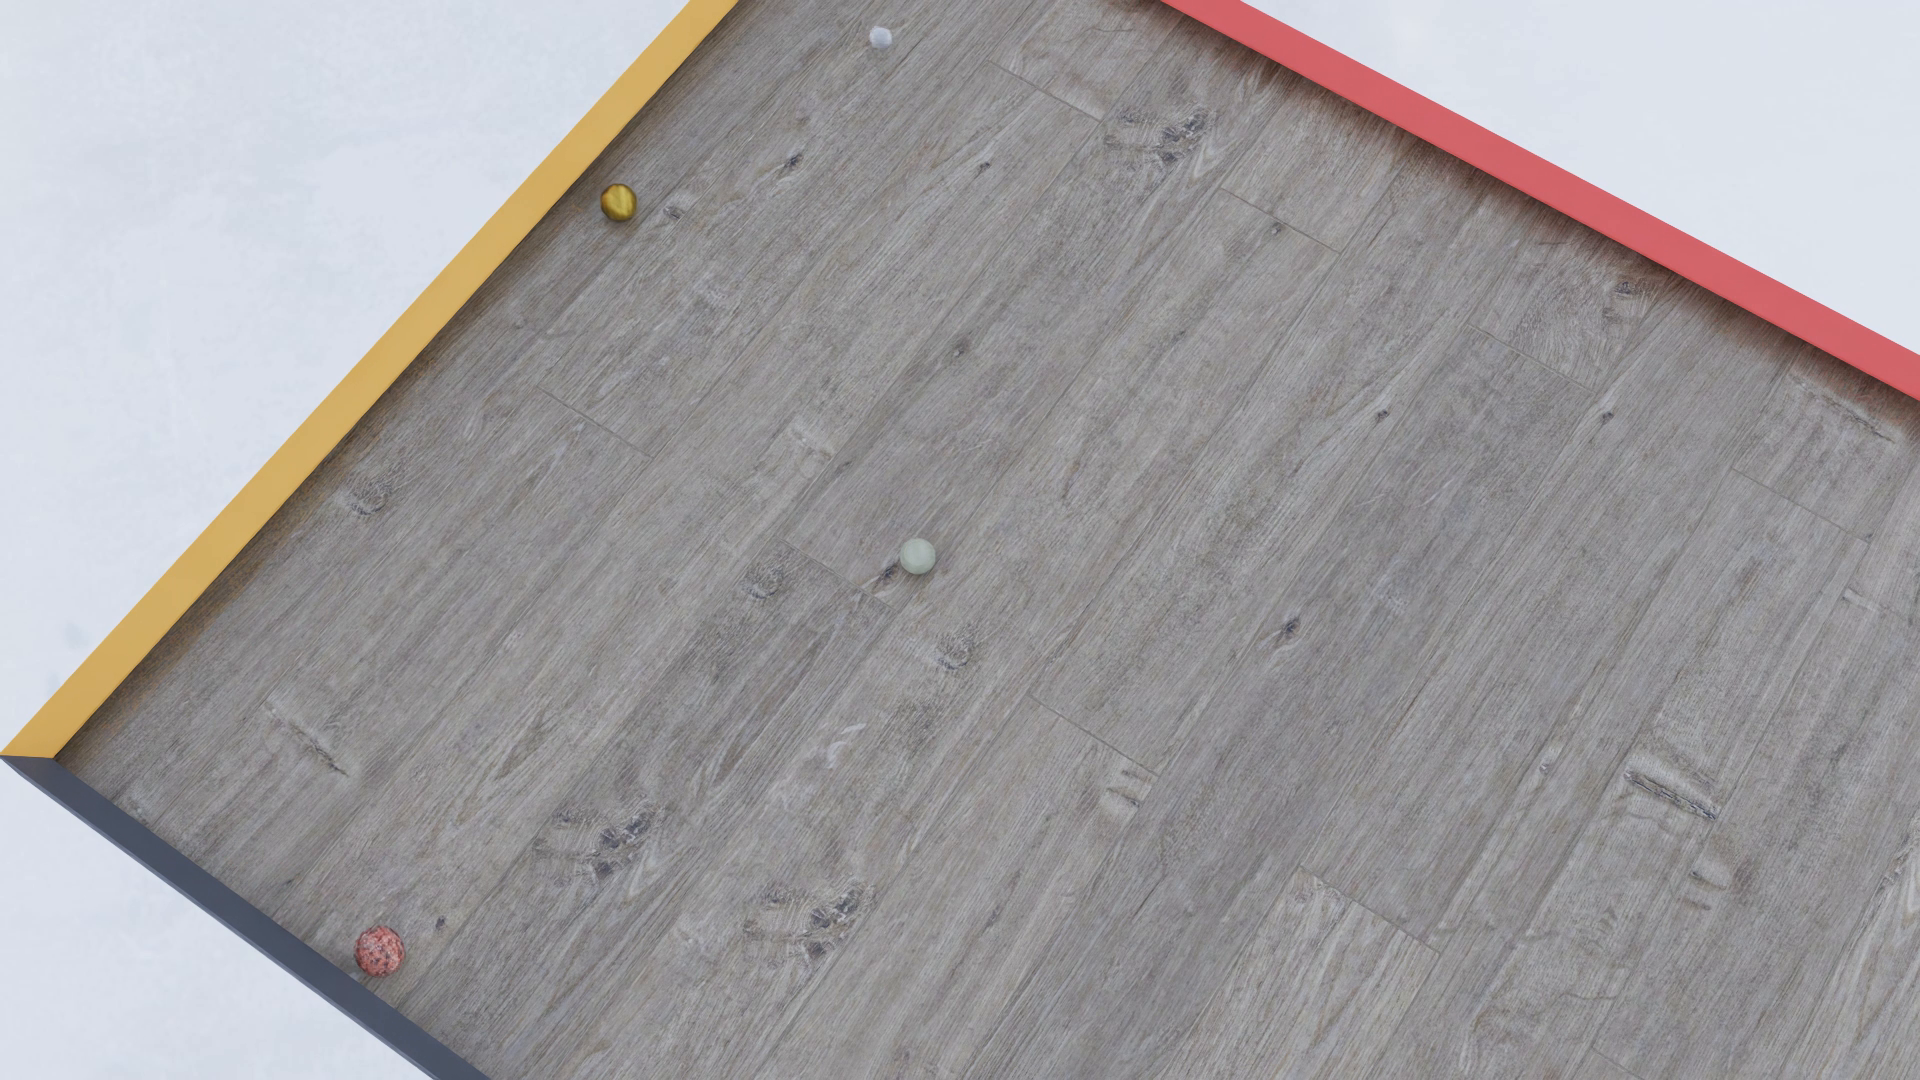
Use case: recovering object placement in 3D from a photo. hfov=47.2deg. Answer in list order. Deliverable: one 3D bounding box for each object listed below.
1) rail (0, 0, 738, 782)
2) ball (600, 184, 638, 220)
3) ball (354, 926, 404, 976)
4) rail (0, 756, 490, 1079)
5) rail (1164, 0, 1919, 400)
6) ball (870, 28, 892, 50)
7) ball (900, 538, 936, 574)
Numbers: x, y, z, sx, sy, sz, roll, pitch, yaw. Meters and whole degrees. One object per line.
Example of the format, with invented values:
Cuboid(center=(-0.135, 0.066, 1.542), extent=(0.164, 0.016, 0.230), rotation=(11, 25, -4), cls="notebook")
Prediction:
Cuboid(center=(-0.803, -0.501, 3.804), extent=(0.045, 0.094, 2.309), rotation=(32, 69, 14), cls="rail")
Cuboid(center=(-0.600, -0.594, 3.865), extent=(0.066, 0.066, 0.066), rotation=(0, 65, 0), cls="ball")
Cuboid(center=(-0.869, 0.614, 3.287), extent=(0.073, 0.073, 0.073), rotation=(0, 65, 0), cls="ball")
Cuboid(center=(0.188, 1.341, 2.929), extent=(3.978, 0.094, 0.045), rotation=(32, 69, 14), cls="rail")
Cuboid(center=(1.458, -0.349, 3.732), extent=(3.978, 0.094, 0.045), rotation=(32, 69, 14), cls="rail")
Cuboid(center=(-0.145, -0.920, 4.034), extent=(0.040, 0.040, 0.040), rotation=(0, 65, 0), cls="ball")
Cuboid(center=(-0.069, 0.026, 3.574), extent=(0.059, 0.059, 0.059), rotation=(0, 65, 0), cls="ball")
